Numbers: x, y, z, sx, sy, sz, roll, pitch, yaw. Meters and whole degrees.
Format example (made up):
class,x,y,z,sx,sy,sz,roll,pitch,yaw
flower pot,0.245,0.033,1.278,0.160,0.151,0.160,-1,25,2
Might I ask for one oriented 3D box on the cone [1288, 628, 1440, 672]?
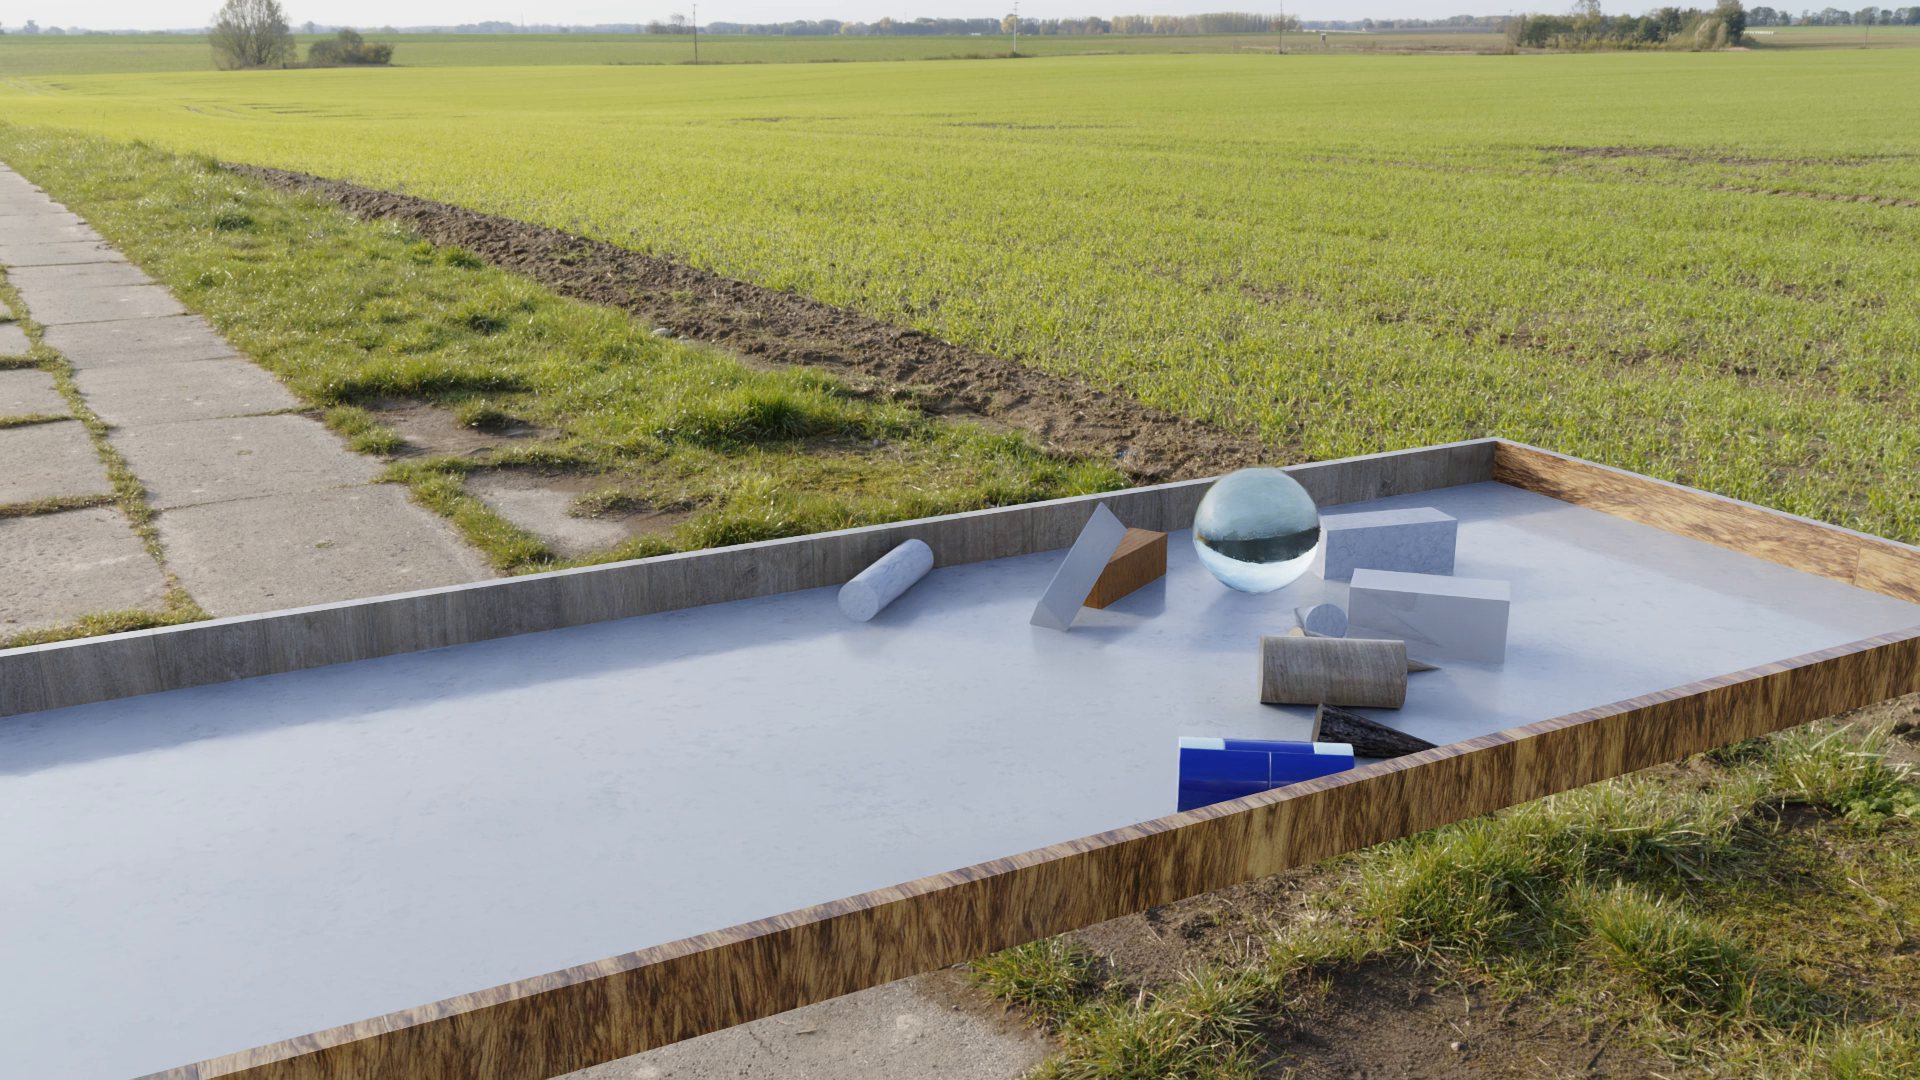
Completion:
class,x,y,z,sx,sy,sz,roll,pitch,yaw
cone,1.039,0.308,4.185,0.412,0.137,0.137,6,15,-13

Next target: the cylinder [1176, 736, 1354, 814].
class,x,y,z,sx,sy,sz,roll,pitch,yaw
cylinder,0.624,0.492,3.394,0.349,0.160,0.160,2,16,6

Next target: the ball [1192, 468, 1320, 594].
class,x,y,z,sx,sy,sz,roll,pitch,yaw
ball,0.862,-0.027,4.799,0.367,0.367,0.367,0,16,0

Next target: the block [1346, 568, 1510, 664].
class,x,y,z,sx,sy,sz,roll,pitch,yaw
block,1.239,0.199,4.372,0.400,0.172,0.172,5,17,16

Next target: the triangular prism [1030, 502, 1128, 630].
class,x,y,z,sx,sy,sz,roll,pitch,yaw
triangular prism,0.323,0.065,4.608,0.117,0.101,0.409,9,47,31

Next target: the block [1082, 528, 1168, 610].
class,x,y,z,sx,sy,sz,roll,pitch,yaw
block,0.461,0.079,4.862,0.126,0.126,0.409,11,19,32

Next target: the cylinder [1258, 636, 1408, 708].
class,x,y,z,sx,sy,sz,roll,pitch,yaw
cylinder,0.896,0.317,3.986,0.335,0.163,0.163,2,16,6

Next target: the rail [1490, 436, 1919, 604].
class,x,y,z,sx,sy,sz,roll,pitch,yaw
rail,2.466,-0.048,5.253,0.050,0.150,2.100,-9,18,-27

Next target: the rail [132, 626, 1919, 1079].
class,x,y,z,sx,sy,sz,roll,pitch,yaw
rail,-2.336,1.006,1.665,12.000,0.150,0.050,-9,18,-27

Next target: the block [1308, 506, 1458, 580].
class,x,y,z,sx,sy,sz,roll,pitch,yaw
block,1.283,0.008,5.057,0.442,0.153,0.153,-5,17,-15

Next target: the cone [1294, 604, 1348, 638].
class,x,y,z,sx,sy,sz,roll,pitch,yaw
cone,0.963,0.210,4.538,0.115,0.115,0.311,-1,6,-4

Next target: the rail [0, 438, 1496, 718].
class,x,y,z,sx,sy,sz,roll,pitch,yaw
rail,-3.305,0.497,3.399,12.000,0.150,0.050,-9,18,-27

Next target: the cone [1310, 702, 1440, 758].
class,x,y,z,sx,sy,sz,roll,pitch,yaw
cone,0.981,0.458,3.693,0.367,0.118,0.118,11,18,5

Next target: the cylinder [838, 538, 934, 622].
class,x,y,z,sx,sy,sz,roll,pitch,yaw
cylinder,-0.209,0.112,4.761,0.120,0.120,0.438,6,17,19
